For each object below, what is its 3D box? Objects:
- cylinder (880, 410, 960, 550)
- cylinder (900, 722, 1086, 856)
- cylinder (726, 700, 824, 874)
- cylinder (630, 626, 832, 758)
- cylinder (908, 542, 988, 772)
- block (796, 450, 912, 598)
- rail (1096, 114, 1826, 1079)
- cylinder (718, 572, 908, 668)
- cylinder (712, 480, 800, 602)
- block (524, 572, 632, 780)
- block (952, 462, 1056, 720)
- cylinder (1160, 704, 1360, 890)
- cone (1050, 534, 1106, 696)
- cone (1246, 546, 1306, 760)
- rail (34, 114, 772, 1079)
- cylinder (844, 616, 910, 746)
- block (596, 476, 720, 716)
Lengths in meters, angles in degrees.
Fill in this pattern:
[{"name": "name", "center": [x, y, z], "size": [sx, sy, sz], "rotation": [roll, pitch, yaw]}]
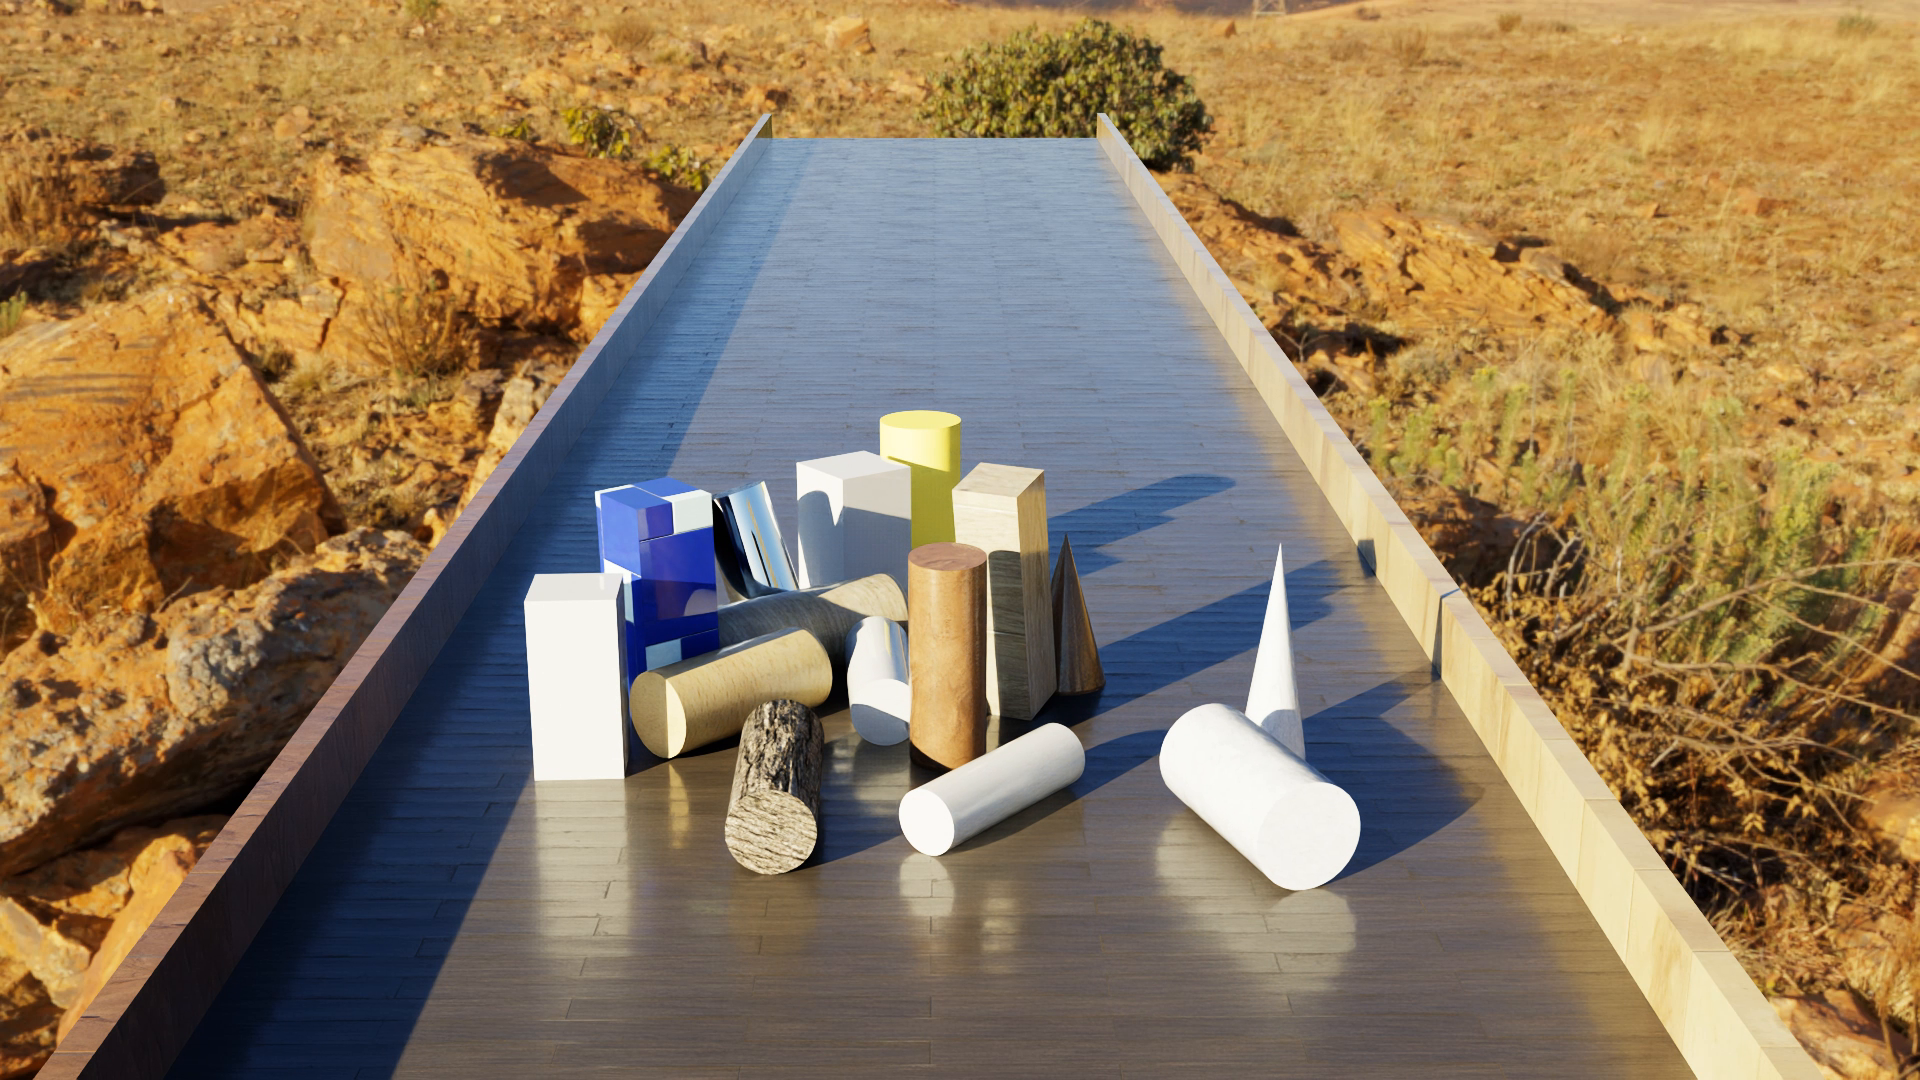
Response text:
[{"name": "cylinder", "center": [-0.087, -0.089, 4.884], "size": [0.178, 0.366, 0.178], "rotation": [0, 17, 0]}, {"name": "cylinder", "center": [0.058, 0.410, 3.654], "size": [0.111, 0.111, 0.368], "rotation": [12, 20, 36]}, {"name": "cylinder", "center": [-0.301, 0.400, 3.629], "size": [0.144, 0.144, 0.398], "rotation": [0, 17, -2]}, {"name": "cylinder", "center": [-0.416, 0.275, 4.023], "size": [0.159, 0.159, 0.349], "rotation": [15, 22, 42]}, {"name": "cylinder", "center": [-0.021, 0.206, 3.851], "size": [0.137, 0.380, 0.137], "rotation": [0, 21, 0]}, {"name": "block", "center": [-0.223, -0.003, 4.668], "size": [0.172, 0.324, 0.172], "rotation": [-12, 20, -35]}, {"name": "rail", "center": [0.932, -0.844, 7.801], "size": [0.050, 0.150, 12.000], "rotation": [0, 17, -1]}, {"name": "cylinder", "center": [-0.322, 0.182, 4.321], "size": [0.434, 0.167, 0.167], "rotation": [-11, 20, -32]}, {"name": "cylinder", "center": [-0.415, 0.051, 4.454], "size": [0.143, 0.313, 0.143], "rotation": [-18, 7, 2]}, {"name": "block", "center": [-0.667, 0.238, 3.853], "size": [0.154, 0.327, 0.154], "rotation": [-1, 17, -3]}, {"name": "block", "center": [0.085, 0.097, 4.074], "size": [0.126, 0.456, 0.126], "rotation": [8, 28, 24]}, {"name": "cylinder", "center": [0.477, 0.408, 3.544], "size": [0.178, 0.178, 0.359], "rotation": [-6, 17, -18]}, {"name": "cone", "center": [0.204, 0.129, 4.259], "size": [0.164, 0.304, 0.164], "rotation": [0, 17, 0]}, {"name": "cone", "center": [0.557, 0.195, 3.878], "size": [0.122, 0.396, 0.122], "rotation": [0, 17, 0]}, {"name": "rail", "center": [-1.118, -0.838, 7.780], "size": [0.050, 0.150, 12.000], "rotation": [0, 17, -1]}, {"name": "cylinder", "center": [-0.148, 0.260, 4.128], "size": [0.128, 0.128, 0.354], "rotation": [-1, 17, -5]}, {"name": "block", "center": [-0.559, 0.114, 4.099], "size": [0.155, 0.421, 0.155], "rotation": [-14, 21, -35]}]
